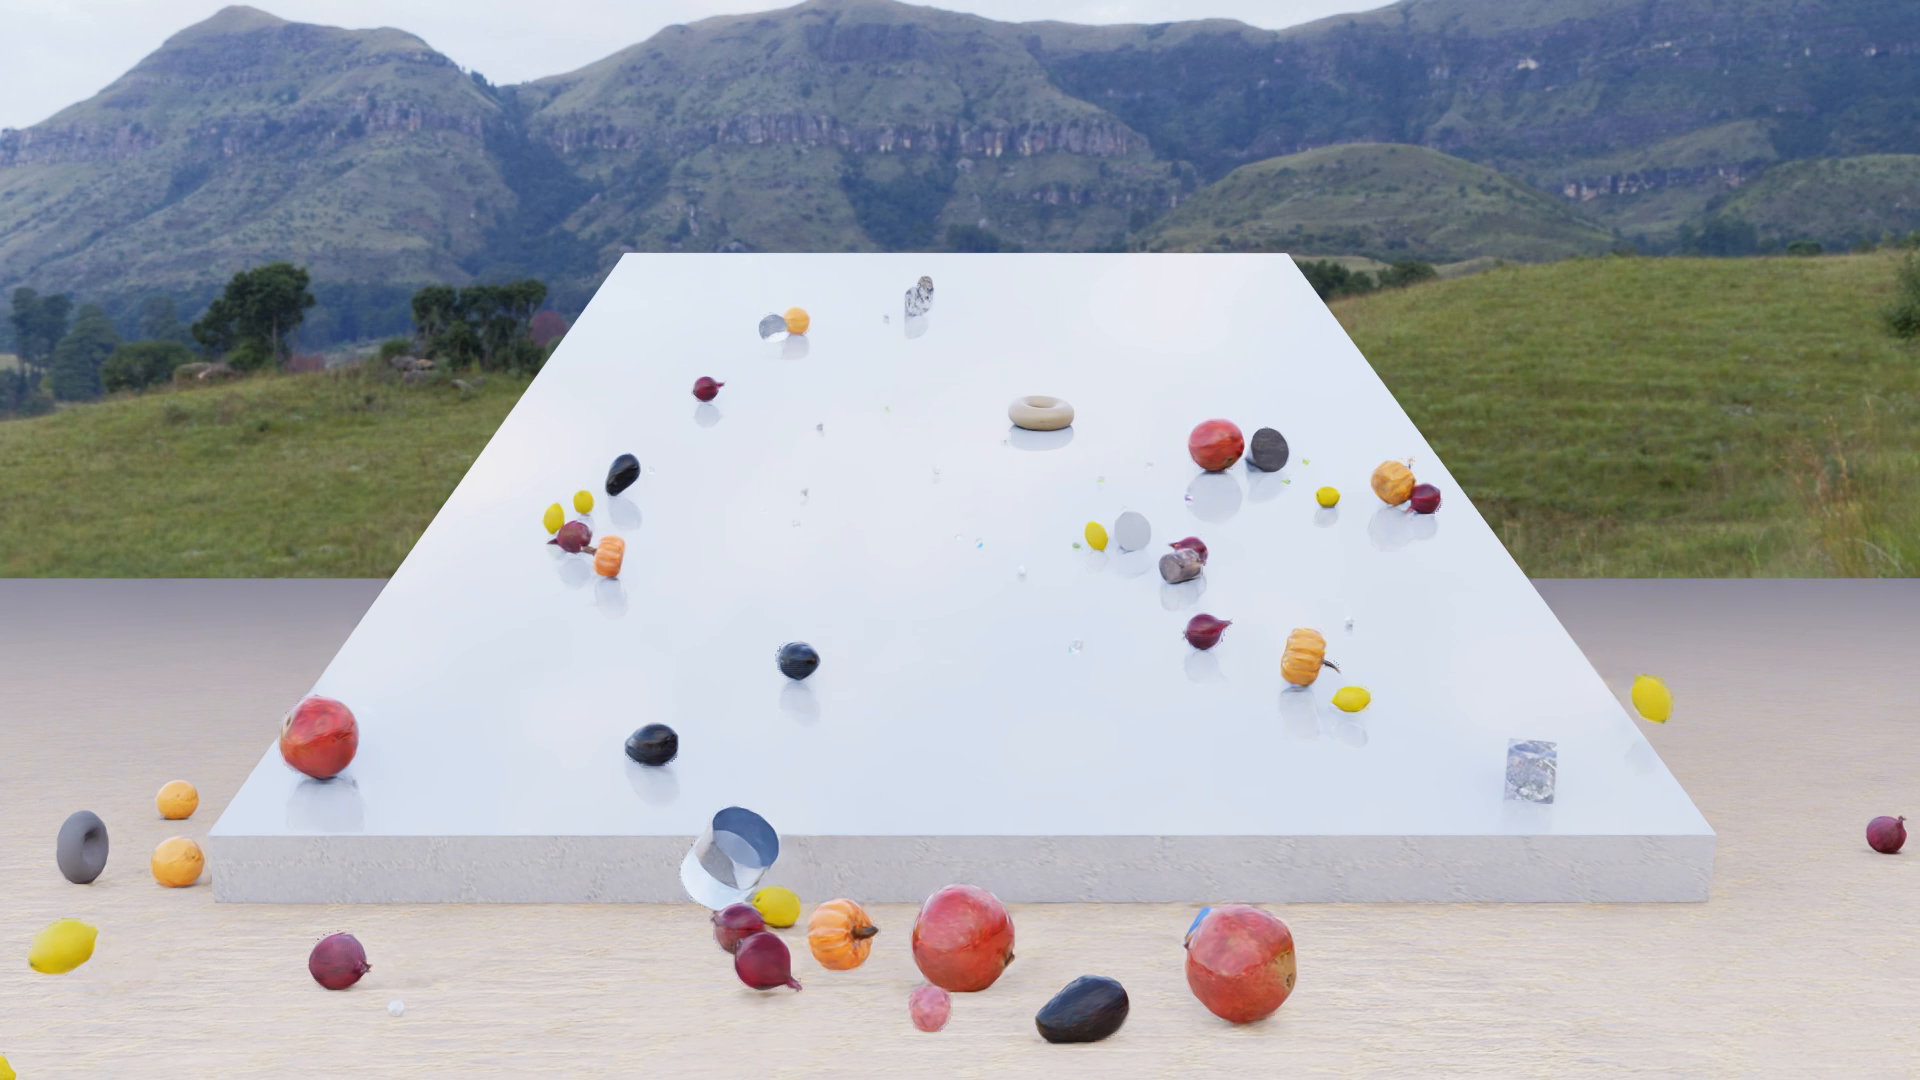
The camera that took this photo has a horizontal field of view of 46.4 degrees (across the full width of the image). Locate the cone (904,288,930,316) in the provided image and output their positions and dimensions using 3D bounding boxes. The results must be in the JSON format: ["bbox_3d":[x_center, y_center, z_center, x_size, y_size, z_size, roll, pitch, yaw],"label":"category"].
[{"bbox_3d":[-0.132,-0.627,5.988,0.079,0.079,0.079,0,-11,-28],"label":"cone"}]

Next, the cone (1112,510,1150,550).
[{"bbox_3d":[0.306,-0.010,4.129,0.074,0.074,0.074,0,-14,-11],"label":"cone"}]

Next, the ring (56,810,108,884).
[{"bbox_3d":[-1.247,0.437,3.186,0.035,0.104,0.104,-2,-1,9],"label":"ring"}]

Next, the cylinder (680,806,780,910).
[{"bbox_3d":[-0.284,0.393,2.762,0.091,0.091,0.091,1,-42,-40],"label":"cylinder"}]

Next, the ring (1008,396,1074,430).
[{"bbox_3d":[0.178,-0.279,4.915,0.148,0.049,0.148,3,20,-1],"label":"ring"}]

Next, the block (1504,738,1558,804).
[{"bbox_3d":[0.786,0.318,3.088,0.065,0.065,0.065,5,19,13],"label":"block"}]

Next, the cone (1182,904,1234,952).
[{"bbox_3d":[0.302,0.468,2.626,0.057,0.057,0.057,41,21,27],"label":"cone"}]

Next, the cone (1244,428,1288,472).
[{"bbox_3d":[0.611,-0.176,4.620,0.093,0.093,0.093,0,-11,-29],"label":"cone"}]

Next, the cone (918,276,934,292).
[{"bbox_3d":[-0.085,-0.704,6.243,0.050,0.050,0.050,0,-13,31],"label":"cone"}]

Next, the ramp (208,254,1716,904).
[{"bbox_3d":[-0.004,-0.190,4.884,2.000,0.100,4.000,0,18,0],"label":"ramp"}]

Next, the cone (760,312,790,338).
[{"bbox_3d":[-0.470,-0.529,5.694,0.073,0.073,0.073,0,-23,-7],"label":"cone"}]

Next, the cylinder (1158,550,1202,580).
[{"bbox_3d":[0.386,0.045,3.929,0.053,0.053,0.053,3,-3,-40],"label":"cylinder"}]
